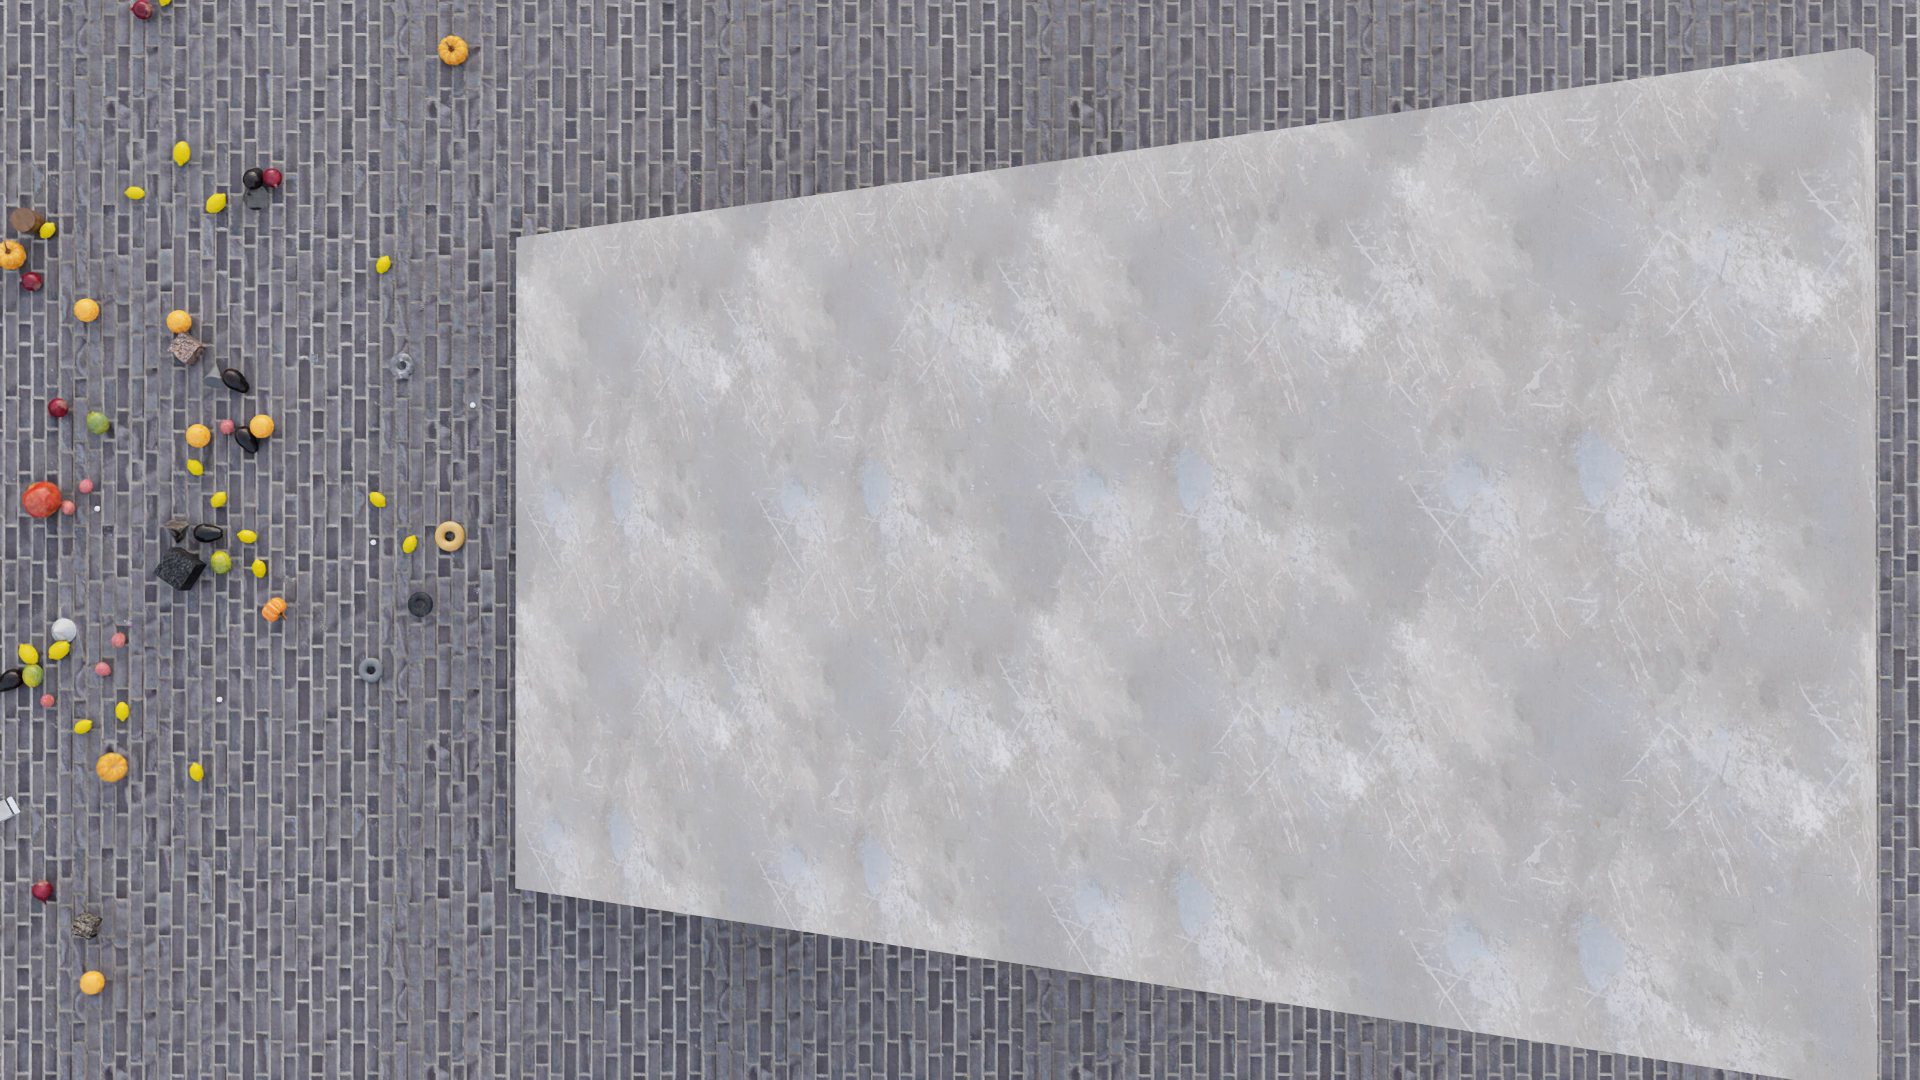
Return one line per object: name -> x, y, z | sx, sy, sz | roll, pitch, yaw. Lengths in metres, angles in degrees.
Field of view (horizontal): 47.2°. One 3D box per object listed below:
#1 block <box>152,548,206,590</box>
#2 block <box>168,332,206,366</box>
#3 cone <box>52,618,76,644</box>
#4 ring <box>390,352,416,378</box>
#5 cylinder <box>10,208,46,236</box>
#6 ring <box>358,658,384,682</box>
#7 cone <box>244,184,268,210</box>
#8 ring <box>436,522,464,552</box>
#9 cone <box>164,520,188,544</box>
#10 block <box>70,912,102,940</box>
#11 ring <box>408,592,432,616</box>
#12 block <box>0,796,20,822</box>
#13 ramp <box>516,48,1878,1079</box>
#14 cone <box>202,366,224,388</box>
block -> -2.407, 0.089, 6.787 | 0.097, 0.097, 0.097 | 34, 90, 0
block -> -2.392, -0.592, 6.804 | 0.071, 0.071, 0.071 | 38, 90, 0
cone -> -2.785, 0.282, 6.795 | 0.078, 0.078, 0.078 | 0, 90, 0
ring -> -1.732, -0.542, 6.826 | 0.080, 0.027, 0.080 | 0, 90, -1
cylinder -> -2.884, -0.985, 6.804 | 0.076, 0.076, 0.076 | 0, 90, 0
ring -> -1.826, 0.403, 6.821 | 0.078, 0.026, 0.078 | 0, 90, -1
cone -> -2.191, -1.066, 6.803 | 0.079, 0.079, 0.079 | 0, 90, 0
ring -> -1.582, -0.011, 6.821 | 0.094, 0.031, 0.094 | 0, 91, 1
cone -> -2.429, -0.018, 6.820 | 0.069, 0.069, 0.069 | 6, 116, 0
block -> -2.700, 1.193, 6.799 | 0.060, 0.060, 0.060 | 19, 90, 0
ring -> -1.674, 0.200, 6.822 | 0.079, 0.026, 0.079 | 0, 89, -1
block -> -2.957, 0.834, 6.802 | 0.056, 0.056, 0.056 | -29, 90, 0
ramp -> 0.212, 0.062, 5.528 | 4.000, 0.100, 2.000 | 0, 90, 39
cone -> -2.313, -0.518, 6.824 | 0.067, 0.067, 0.067 | -3, 63, 0
